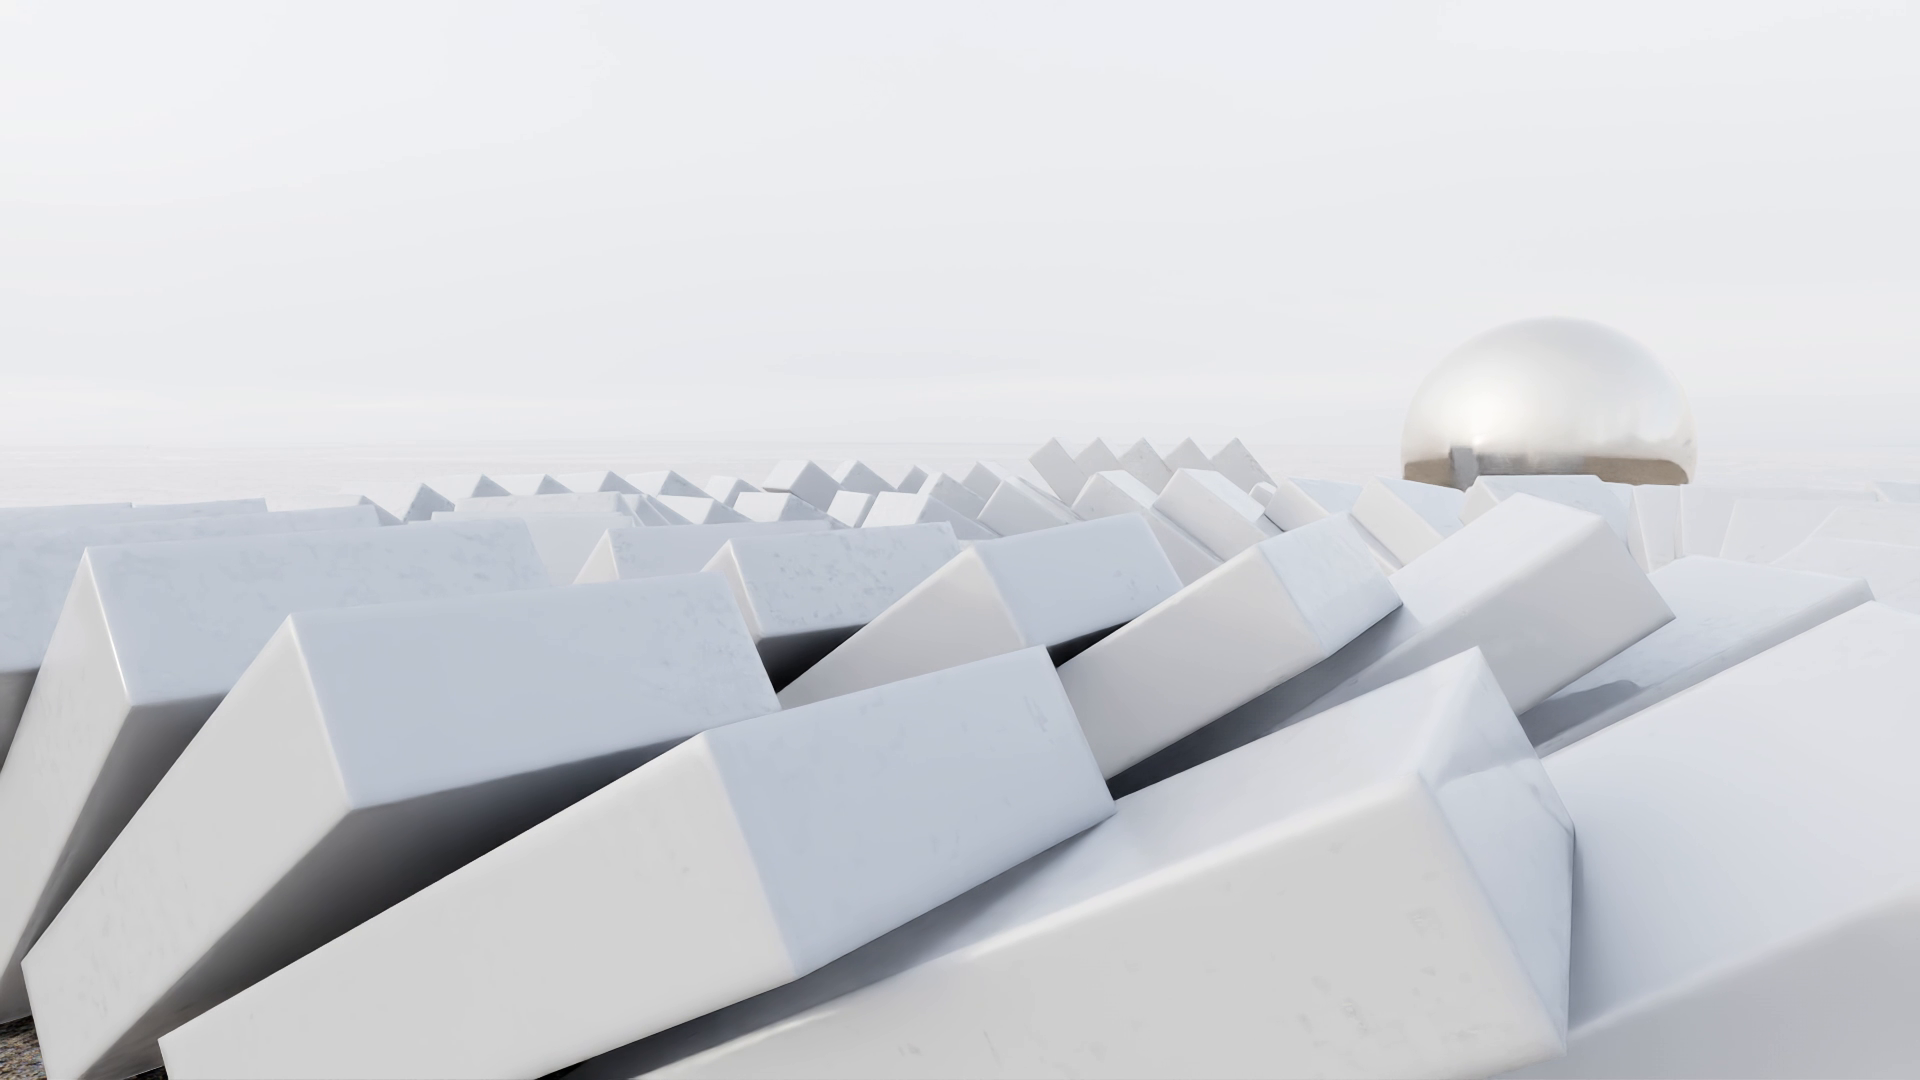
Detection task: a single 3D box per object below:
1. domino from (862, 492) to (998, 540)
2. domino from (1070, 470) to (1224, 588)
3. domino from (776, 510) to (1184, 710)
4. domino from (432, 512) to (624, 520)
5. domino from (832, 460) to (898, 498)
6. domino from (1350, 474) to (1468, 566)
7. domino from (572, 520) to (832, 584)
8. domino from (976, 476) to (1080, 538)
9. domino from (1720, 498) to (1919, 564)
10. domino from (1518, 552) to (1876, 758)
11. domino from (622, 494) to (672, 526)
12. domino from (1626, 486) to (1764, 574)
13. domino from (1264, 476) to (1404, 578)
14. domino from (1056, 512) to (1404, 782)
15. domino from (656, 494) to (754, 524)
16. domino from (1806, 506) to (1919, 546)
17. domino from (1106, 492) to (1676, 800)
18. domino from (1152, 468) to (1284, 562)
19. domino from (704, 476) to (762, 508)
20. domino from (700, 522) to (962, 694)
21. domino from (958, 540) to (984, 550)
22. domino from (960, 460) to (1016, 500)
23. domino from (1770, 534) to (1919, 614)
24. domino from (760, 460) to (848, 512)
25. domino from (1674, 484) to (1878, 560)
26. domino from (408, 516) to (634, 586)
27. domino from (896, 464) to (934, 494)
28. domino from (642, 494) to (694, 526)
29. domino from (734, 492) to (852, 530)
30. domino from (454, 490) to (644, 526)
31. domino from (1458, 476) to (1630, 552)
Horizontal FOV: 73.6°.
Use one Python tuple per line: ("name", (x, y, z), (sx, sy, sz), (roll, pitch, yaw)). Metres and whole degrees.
("domino", (0.007, 0.007, 0.246), (0.050, 0.010, 0.025), (31, -9, -22))
("domino", (0.048, 0.004, 0.263), (0.050, 0.009, 0.025), (38, 15, 13))
("domino", (-0.005, 0.015, 0.122), (0.050, 0.009, 0.025), (-38, -17, 36))
("domino", (-0.056, 0.012, 0.189), (0.025, 0.009, 0.050), (0, -26, 1))
("domino", (-0.014, -0.003, 0.359), (0.050, 0.010, 0.025), (37, -6, -13))
("domino", (0.099, 0.006, 0.242), (0.025, 0.010, 0.050), (7, 31, -29))
("domino", (-0.036, 0.014, 0.150), (0.025, 0.009, 0.050), (-3, -26, -36))
("domino", (0.028, 0.005, 0.262), (0.050, 0.009, 0.025), (34, 7, 3))
("domino", (0.106, 0.013, 0.158), (0.025, 0.010, 0.050), (4, 38, 39))
("domino", (0.053, 0.018, 0.117), (0.050, 0.009, 0.025), (-28, 4, 1))
("domino", (-0.057, 0.008, 0.228), (0.025, 0.010, 0.050), (0, -27, 18))
("domino", (0.118, 0.010, 0.195), (0.025, 0.009, 0.050), (1, 38, 19))
("domino", (0.086, 0.005, 0.255), (0.025, 0.009, 0.050), (3, 33, -37))
("domino", (0.012, 0.016, 0.114), (0.050, 0.010, 0.025), (-36, -12, 29))
("domino", (-0.040, 0.006, 0.272), (0.050, 0.009, 0.025), (32, -16, -36))
("domino", (0.097, 0.015, 0.139), (0.050, 0.009, 0.025), (-35, 23, -22))
("domino", (0.034, 0.015, 0.114), (0.050, 0.010, 0.025), (-36, 0, 12))
("domino", (0.065, 0.004, 0.261), (0.050, 0.009, 0.025), (41, 19, 22))
("domino", (-0.044, 0.000, 0.341), (0.050, 0.009, 0.025), (33, -10, -24))
("domino", (-0.023, 0.015, 0.135), (0.025, 0.010, 0.050), (-5, -25, -41))
("domino", (-0.002, 0.013, 0.196), (0.025, 0.010, 0.050), (0, -20, 3))
("domino", (0.024, -0.004, 0.370), (0.050, 0.009, 0.025), (38, 12, 9))
("domino", (0.076, 0.017, 0.124), (0.050, 0.009, 0.025), (-29, 11, -8))
("domino", (-0.029, -0.003, 0.349), (0.050, 0.009, 0.025), (39, -13, -22))
("domino", (0.114, 0.011, 0.178), (0.025, 0.009, 0.050), (4, 39, 25))
("domino", (-0.052, 0.013, 0.168), (0.025, 0.010, 0.050), (-2, -26, -6))
("domino", (0.006, -0.003, 0.366), (0.050, 0.009, 0.025), (36, 6, 1))
("domino", (-0.053, 0.007, 0.251), (0.025, 0.009, 0.050), (1, -26, 37))
("domino", (-0.025, 0.005, 0.286), (0.050, 0.009, 0.025), (30, -14, -31))
("domino", (-0.058, 0.009, 0.207), (0.025, 0.009, 0.050), (-2, -28, 8))
("domino", (0.109, 0.008, 0.218), (0.025, 0.010, 0.050), (-1, 40, -14))
